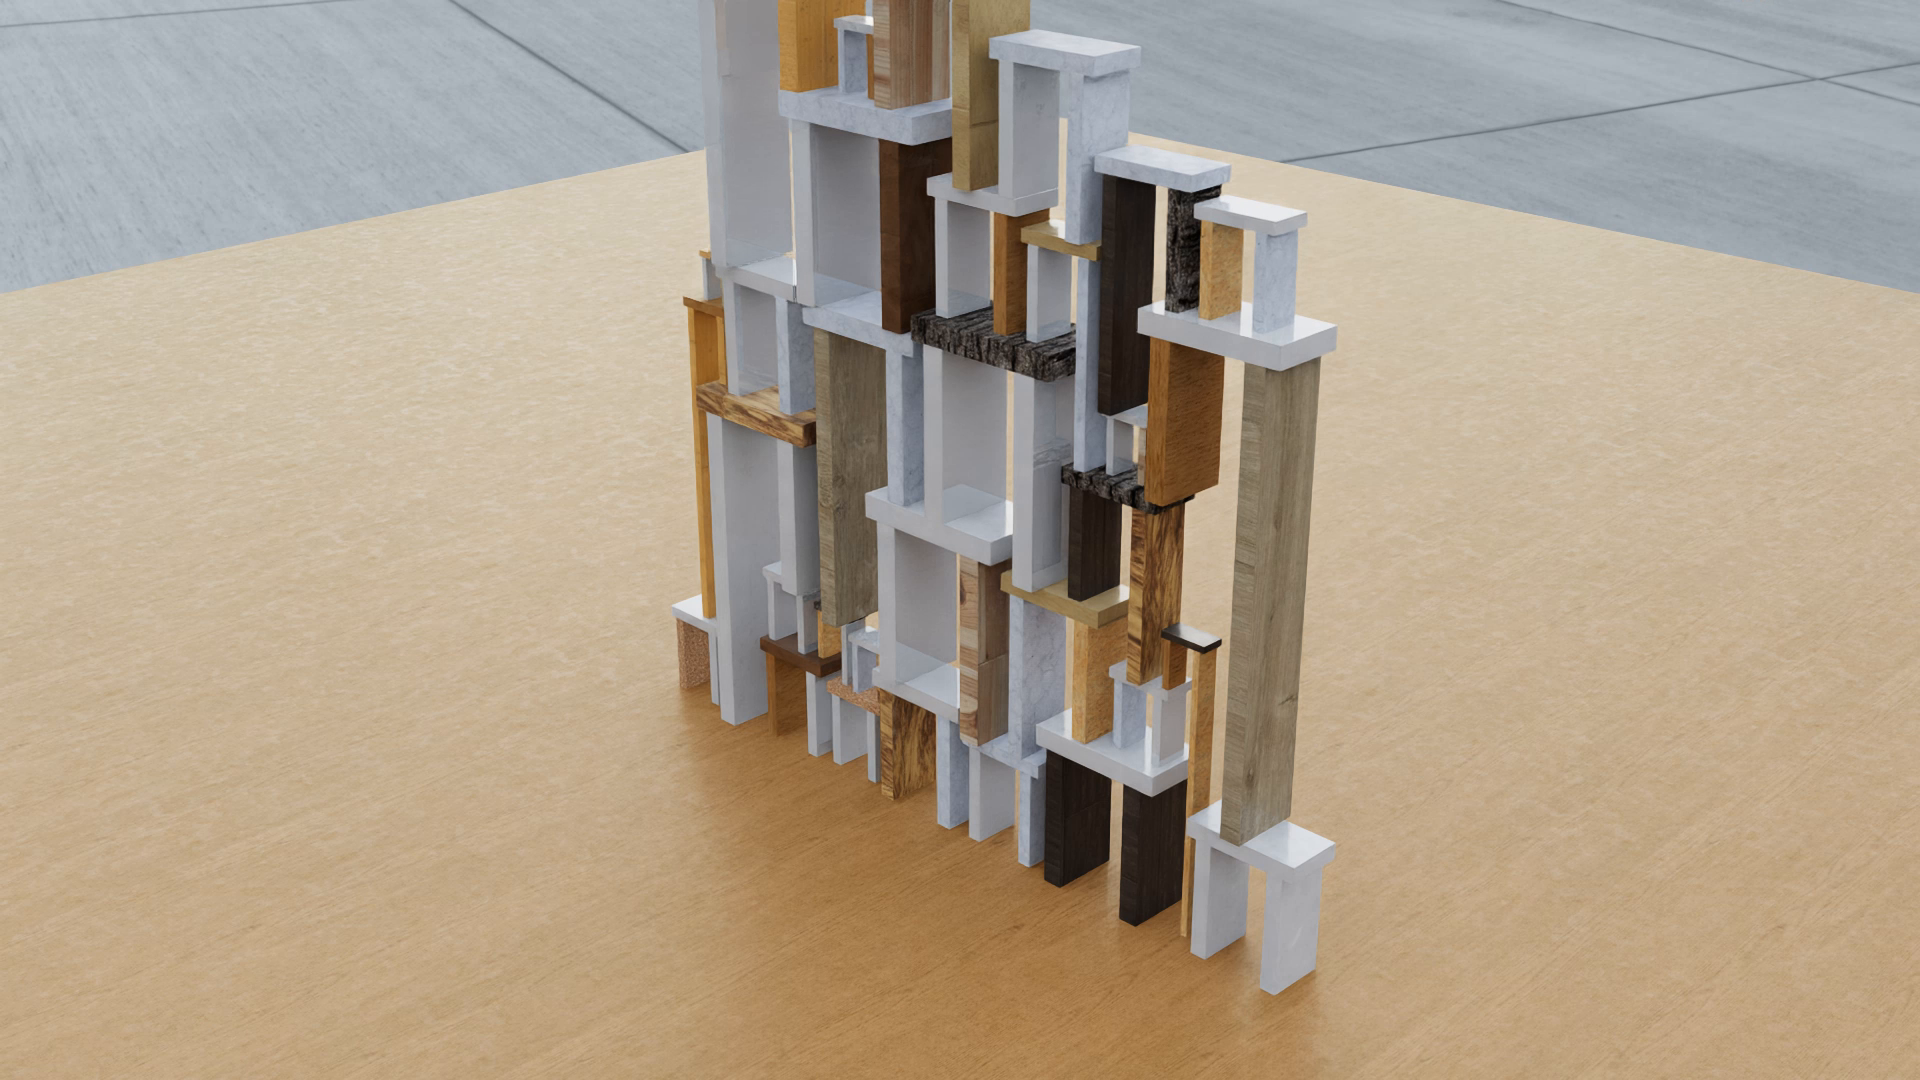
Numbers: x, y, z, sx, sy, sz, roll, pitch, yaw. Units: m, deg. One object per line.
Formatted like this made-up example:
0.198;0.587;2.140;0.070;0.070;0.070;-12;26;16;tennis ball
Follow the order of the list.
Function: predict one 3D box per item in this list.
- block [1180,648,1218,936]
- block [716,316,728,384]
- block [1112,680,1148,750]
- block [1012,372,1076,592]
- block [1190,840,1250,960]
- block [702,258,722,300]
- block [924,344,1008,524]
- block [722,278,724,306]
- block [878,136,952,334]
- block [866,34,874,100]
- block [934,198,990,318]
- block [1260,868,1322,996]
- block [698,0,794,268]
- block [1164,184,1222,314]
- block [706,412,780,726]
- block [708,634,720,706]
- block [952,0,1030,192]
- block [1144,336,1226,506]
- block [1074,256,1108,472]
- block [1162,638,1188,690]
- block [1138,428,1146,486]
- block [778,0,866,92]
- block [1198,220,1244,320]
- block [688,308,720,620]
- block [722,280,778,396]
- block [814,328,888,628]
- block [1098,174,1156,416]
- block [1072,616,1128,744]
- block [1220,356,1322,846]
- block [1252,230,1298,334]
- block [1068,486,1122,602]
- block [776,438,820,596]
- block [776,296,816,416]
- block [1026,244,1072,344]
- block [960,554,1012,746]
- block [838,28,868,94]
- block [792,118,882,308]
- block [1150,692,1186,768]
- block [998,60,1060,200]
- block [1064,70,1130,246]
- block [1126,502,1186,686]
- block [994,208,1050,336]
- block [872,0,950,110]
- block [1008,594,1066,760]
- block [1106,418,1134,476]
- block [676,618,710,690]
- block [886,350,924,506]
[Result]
0.428;0.454;3.947;0.014;0.581;0.049;21;31;41;block
-0.468;-0.401;4.565;0.020;0.144;0.072;21;31;41;block
0.311;0.308;4.023;0.069;0.139;0.020;-21;31;-40;block
0.173;-0.123;3.986;0.171;0.411;0.049;-22;31;-40;block
0.472;0.629;3.976;0.034;0.237;0.118;21;31;41;block
-0.511;-0.546;4.555;0.045;0.091;0.013;-21;31;-40;block
0.011;-0.217;4.121;0.171;0.343;0.049;-21;31;-40;block
-0.468;-0.529;4.515;0.045;0.091;0.013;-21;31;-41;block
-0.065;-0.574;4.053;0.050;0.356;0.178;21;31;40;block
-0.142;-0.866;4.007;0.017;0.117;0.059;21;31;40;block
0.005;-0.522;3.997;0.110;0.220;0.031;-22;31;-40;block
0.584;0.672;3.873;0.034;0.237;0.118;21;31;41;block
-0.420;-0.907;4.290;0.173;0.733;0.049;-22;31;-40;block
0.382;-0.483;3.603;0.029;0.204;0.102;21;31;41;block
-0.449;0.047;4.732;0.047;0.716;0.167;21;31;41;block
-0.515;0.275;4.894;0.024;0.171;0.086;21;31;41;block
0.054;-0.824;3.819;0.149;0.412;0.042;-21;31;-40;block
0.382;-0.218;3.723;0.148;0.295;0.042;-21;31;-40;block
0.240;-0.312;3.828;0.025;0.386;0.087;21;31;40;block
0.381;0.214;3.894;0.049;0.097;0.014;-21;31;-40;block
0.332;-0.152;3.807;0.015;0.108;0.054;21;31;41;block
-0.256;-1.016;4.066;0.049;0.346;0.173;21;31;40;block
0.424;-0.445;3.566;0.023;0.163;0.081;20;31;41;block
-0.536;-0.166;4.740;0.020;0.712;0.072;21;31;41;block
-0.422;-0.425;4.499;0.034;0.240;0.120;21;31;41;block
-0.213;-0.138;4.397;0.043;0.629;0.153;21;31;40;block
0.283;-0.423;3.733;0.102;0.418;0.029;-21;31;-40;block
0.261;0.243;4.045;0.034;0.241;0.121;21;31;41;block
0.520;0.104;3.705;0.148;0.874;0.042;-21;31;-41;block
0.501;-0.416;3.495;0.023;0.163;0.081;20;31;41;block
0.244;-0.007;3.961;0.031;0.217;0.108;21;31;41;block
-0.292;-0.067;4.513;0.047;0.334;0.167;22;31;40;block
-0.308;-0.381;4.396;0.034;0.240;0.120;21;31;41;block
0.157;-0.441;3.862;0.087;0.175;0.025;-21;31;-40;block
0.076;0.189;4.225;0.170;0.390;0.048;-21;31;-40;block
-0.198;-0.888;4.057;0.017;0.117;0.058;21;31;40;block
-0.234;-0.639;4.207;0.050;0.356;0.178;21;31;40;block
0.376;0.334;3.962;0.069;0.139;0.020;-21;31;-40;block
0.120;-0.716;3.790;0.033;0.235;0.117;21;31;41;block
0.231;-0.649;3.699;0.033;0.286;0.117;21;31;40;block
0.346;0.087;3.890;0.031;0.334;0.108;21;31;40;block
0.109;-0.482;3.901;0.110;0.220;0.031;-21;31;-40;block
-0.087;-0.931;3.926;0.042;0.299;0.149;21;31;40;block
0.147;0.242;4.168;0.121;0.336;0.034;-21;31;-41;block
0.280;-0.171;3.853;0.015;0.108;0.054;21;31;41;block
-0.596;0.243;4.969;0.024;0.171;0.086;21;31;41;block
-0.069;-0.231;4.202;0.153;0.305;0.043;-21;31;-40;block
